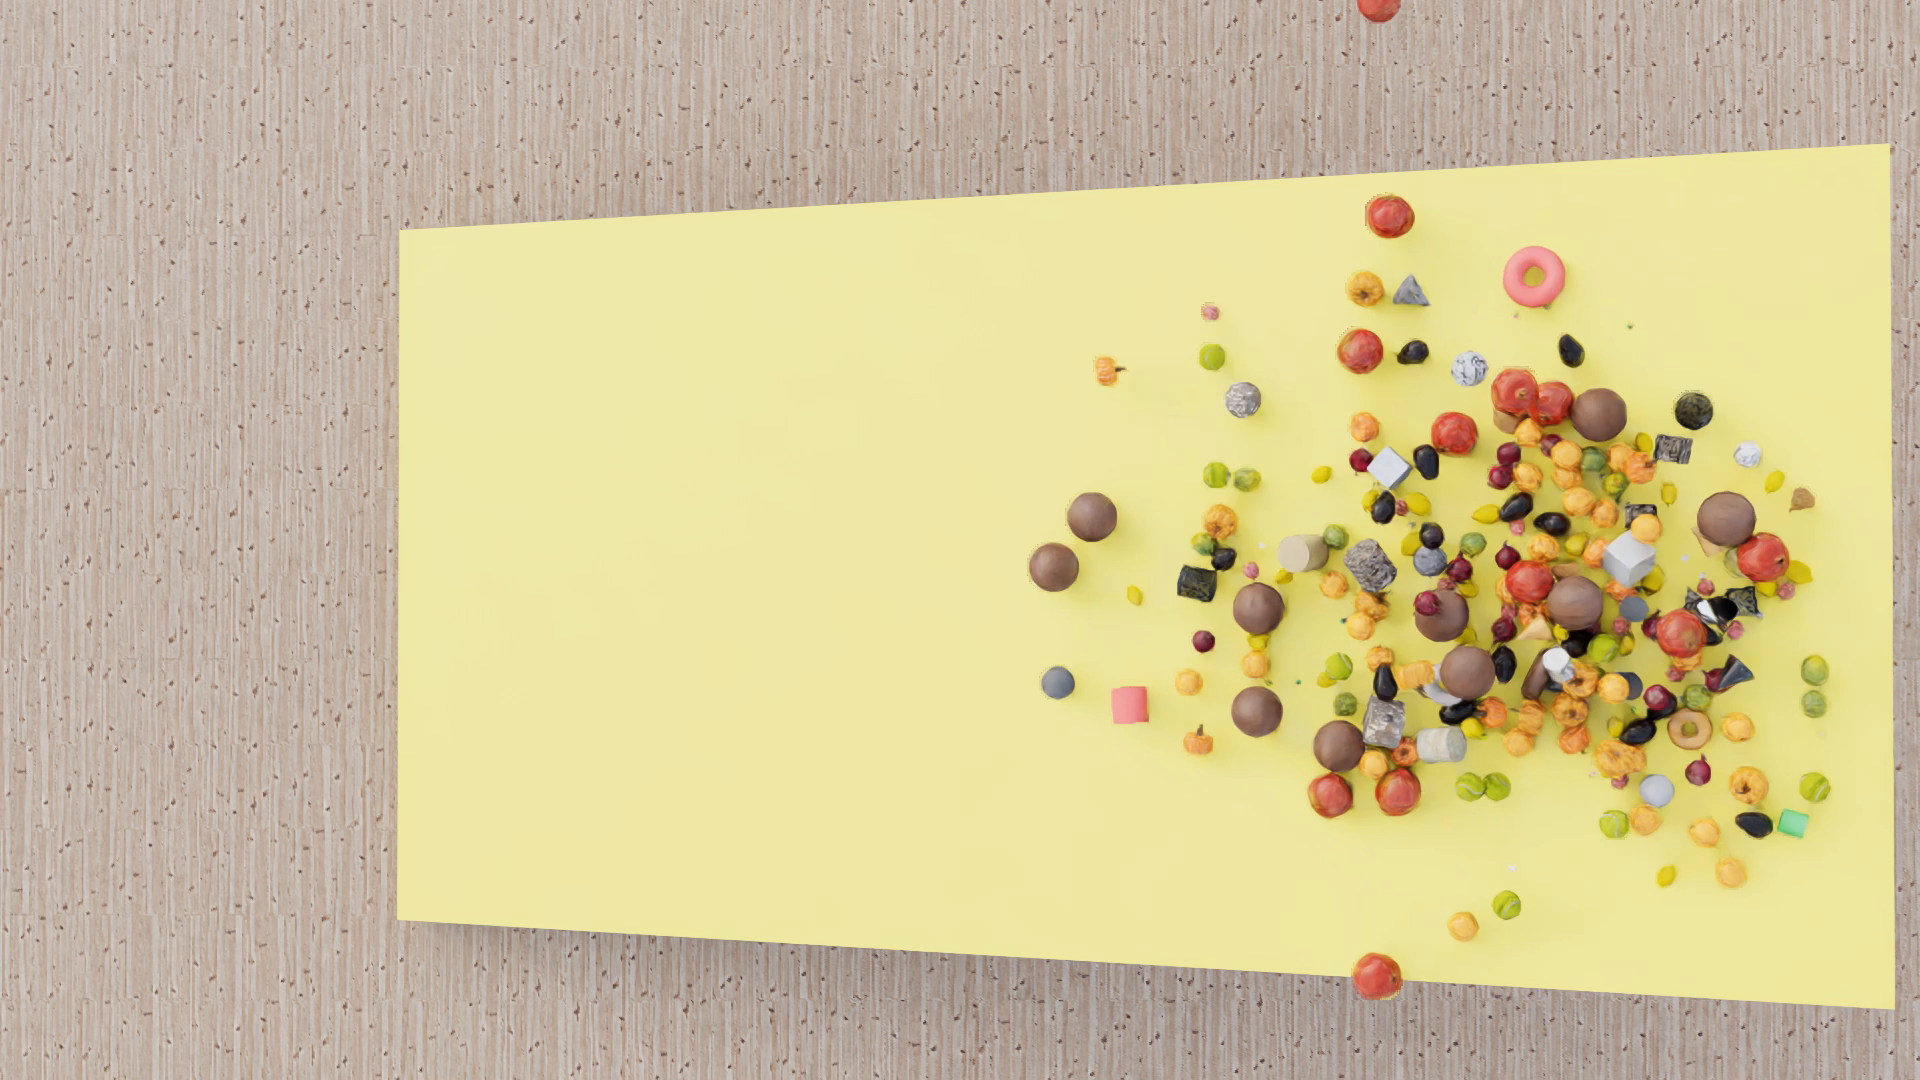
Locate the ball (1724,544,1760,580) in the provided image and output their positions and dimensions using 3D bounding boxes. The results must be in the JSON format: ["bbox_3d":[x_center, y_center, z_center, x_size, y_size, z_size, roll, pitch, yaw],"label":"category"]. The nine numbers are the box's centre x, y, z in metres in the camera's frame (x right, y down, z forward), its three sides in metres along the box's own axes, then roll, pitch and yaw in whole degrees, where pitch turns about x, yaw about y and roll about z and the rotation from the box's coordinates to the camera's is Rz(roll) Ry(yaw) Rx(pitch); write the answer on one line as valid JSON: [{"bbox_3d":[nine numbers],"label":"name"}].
[{"bbox_3d":[1.830,0.051,5.147,0.081,0.081,0.081,0,89,0],"label":"ball"}]

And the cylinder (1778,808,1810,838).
[{"bbox_3d":[1.938,0.658,5.115,0.057,0.057,0.057,15,89,19],"label":"cylinder"}]

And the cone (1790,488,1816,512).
[{"bbox_3d":[1.953,-0.083,5.130,0.059,0.059,0.059,10,54,-14],"label":"cone"}]

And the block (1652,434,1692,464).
[{"bbox_3d":[1.636,-0.208,5.048,0.060,0.060,0.060,12,96,44],"label":"block"}]

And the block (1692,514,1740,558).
[{"bbox_3d":[1.776,-0.010,5.167,0.079,0.079,0.079,-27,81,15],"label":"block"}]

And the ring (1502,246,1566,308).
[{"bbox_3d":[1.390,-0.637,5.326,0.150,0.050,0.150,0,89,20],"label":"ring"}]

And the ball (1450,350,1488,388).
[{"bbox_3d":[1.230,-0.413,5.306,0.088,0.088,0.088,0,89,0],"label":"ball"}]

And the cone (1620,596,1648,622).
[{"bbox_3d":[1.601,0.151,5.200,0.067,0.067,0.067,11,114,27],"label":"cone"}]

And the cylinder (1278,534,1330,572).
[{"bbox_3d":[0.853,0.032,5.463,0.093,0.093,0.093,4,96,41],"label":"cylinder"}]

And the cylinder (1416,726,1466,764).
[{"bbox_3d":[1.171,0.499,5.350,0.086,0.086,0.086,8,78,-42],"label":"cylinder"}]

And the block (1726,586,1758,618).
[{"bbox_3d":[1.831,0.146,5.151,0.060,0.060,0.060,-7,78,14],"label":"block"}]

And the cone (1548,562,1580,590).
[{"bbox_3d":[1.426,0.074,5.241,0.068,0.068,0.068,20,89,-23],"label":"cone"}]

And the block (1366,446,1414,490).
[{"bbox_3d":[1.060,-0.177,5.417,0.075,0.075,0.075,46,103,17],"label":"block"}]

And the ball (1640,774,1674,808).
[{"bbox_3d":[1.649,0.593,5.203,0.080,0.080,0.080,0,89,0],"label":"ball"}]

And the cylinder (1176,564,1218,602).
[{"bbox_3d":[0.601,0.111,5.569,0.083,0.083,0.083,12,89,19],"label":"cylinder"}]

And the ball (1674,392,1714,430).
[{"bbox_3d":[1.730,-0.304,5.183,0.090,0.090,0.090,0,89,0],"label":"ball"}]

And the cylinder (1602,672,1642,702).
[{"bbox_3d":[1.574,0.348,5.223,0.069,0.069,0.069,-1,89,44],"label":"cylinder"}]

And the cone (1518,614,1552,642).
[{"bbox_3d":[1.354,0.223,5.222,0.076,0.076,0.076,-26,89,3],"label":"cone"}]

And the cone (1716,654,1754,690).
[{"bbox_3d":[1.792,0.323,5.124,0.081,0.081,0.081,-43,89,1],"label":"cone"}]

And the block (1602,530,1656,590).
[{"bbox_3d":[1.578,0.046,5.190,0.083,0.083,0.083,-33,55,-14],"label":"block"}]

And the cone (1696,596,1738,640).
[{"bbox_3d":[1.764,0.200,5.114,0.095,0.095,0.095,-23,126,0],"label":"cone"}]

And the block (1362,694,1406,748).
[{"bbox_3d":[1.038,0.446,5.387,0.084,0.084,0.084,12,122,2],"label":"block"}]

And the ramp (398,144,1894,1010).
[{"bbox_3d":[0.279,0.091,5.777,4.000,0.100,2.000,0,89,19],"label":"ramp"}]

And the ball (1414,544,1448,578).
[{"bbox_3d":[1.149,0.051,5.375,0.081,0.081,0.081,0,89,0],"label":"ball"}]

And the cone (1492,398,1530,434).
[{"bbox_3d":[1.331,-0.303,5.320,0.091,0.091,0.091,0,89,19],"label":"cone"}]

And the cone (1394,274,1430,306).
[{"bbox_3d":[1.127,-0.598,5.422,0.083,0.083,0.083,29,89,-10],"label":"cone"}]

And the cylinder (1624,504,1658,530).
[{"bbox_3d":[1.618,-0.055,5.227,0.062,0.062,0.062,5,89,30],"label":"cylinder"}]

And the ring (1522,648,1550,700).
[{"bbox_3d":[1.389,0.321,5.269,0.046,0.137,0.137,26,89,11],"label":"ring"}]

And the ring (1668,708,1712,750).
[{"bbox_3d":[1.726,0.446,5.200,0.103,0.034,0.103,2,96,26],"label":"ring"}]

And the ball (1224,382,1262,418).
[{"bbox_3d":[0.712,-0.353,5.533,0.092,0.092,0.092,0,89,0],"label":"ball"}]

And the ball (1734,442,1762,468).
[{"bbox_3d":[1.847,-0.200,5.156,0.063,0.063,0.063,0,89,0],"label":"ball"}]

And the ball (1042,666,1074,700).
[{"bbox_3d":[0.254,0.369,5.683,0.086,0.086,0.086,0,89,0],"label":"ball"}]

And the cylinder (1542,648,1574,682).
[{"bbox_3d":[1.403,0.293,5.152,0.060,0.060,0.060,-16,51,21],"label":"cylinder"}]

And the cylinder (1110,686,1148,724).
[{"bbox_3d":[0.433,0.421,5.617,0.092,0.092,0.092,-4,87,0],"label":"cylinder"}]

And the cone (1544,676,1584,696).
[{"bbox_3d":[1.467,0.350,5.285,0.088,0.088,0.088,35,89,-5],"label":"cone"}]

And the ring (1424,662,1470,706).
[{"bbox_3d":[1.170,0.346,5.287,0.112,0.037,0.112,8,116,17],"label":"ring"}]
